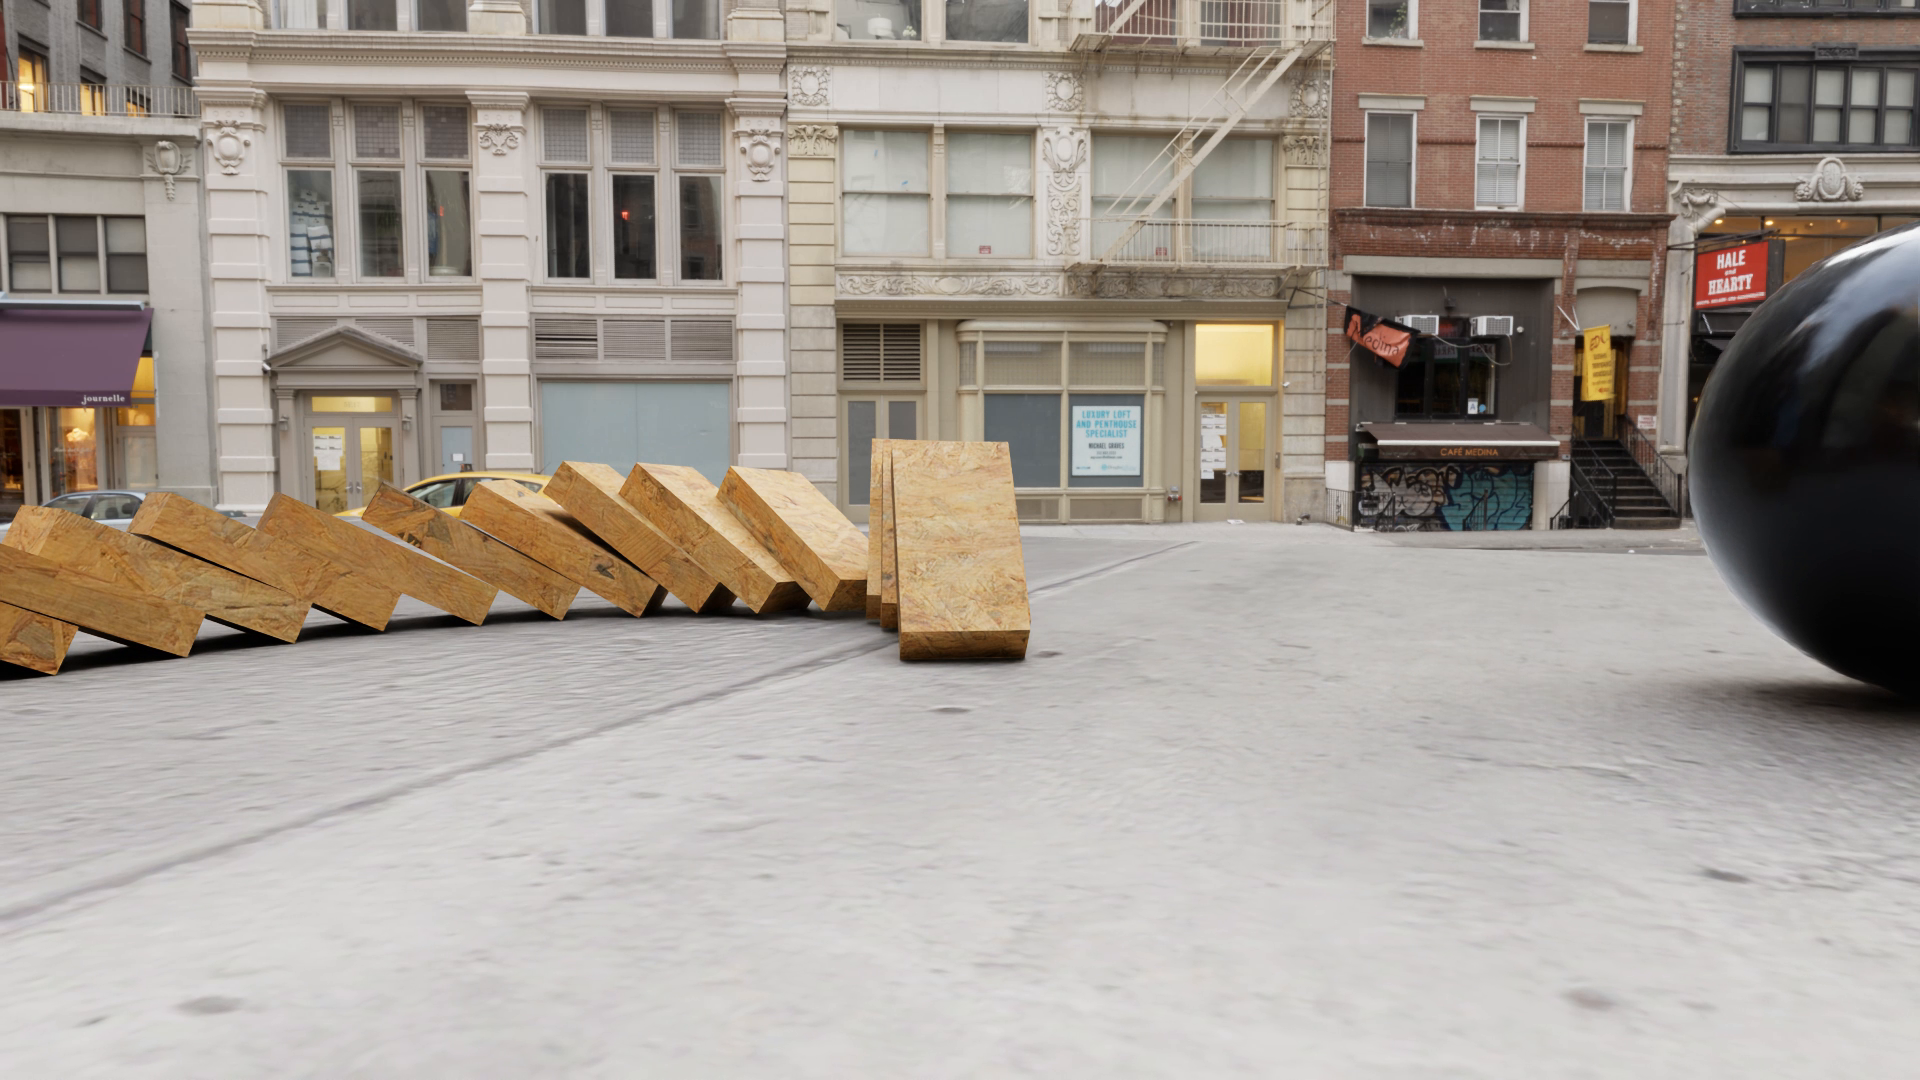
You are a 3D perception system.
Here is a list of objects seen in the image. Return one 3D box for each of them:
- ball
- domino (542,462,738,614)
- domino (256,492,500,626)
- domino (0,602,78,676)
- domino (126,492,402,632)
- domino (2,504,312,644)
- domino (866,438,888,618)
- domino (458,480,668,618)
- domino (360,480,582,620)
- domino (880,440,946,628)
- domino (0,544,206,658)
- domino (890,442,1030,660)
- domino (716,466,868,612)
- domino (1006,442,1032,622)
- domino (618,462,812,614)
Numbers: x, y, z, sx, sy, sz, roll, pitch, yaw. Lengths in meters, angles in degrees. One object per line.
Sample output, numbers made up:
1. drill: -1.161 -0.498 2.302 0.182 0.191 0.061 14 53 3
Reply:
1. ball: 0.165 -0.013 0.210 0.080 0.080 0.080 0 4 0
2. domino: -0.079 -0.001 0.328 0.050 0.009 0.025 37 7 7
3. domino: -0.136 0.004 0.299 0.050 0.009 0.025 30 -12 -30
4. domino: -0.188 0.010 0.225 0.025 0.010 0.050 3 -21 35
5. domino: -0.152 0.005 0.282 0.050 0.009 0.025 33 -20 -38
6. domino: -0.165 0.008 0.265 0.025 0.009 0.050 4 -20 40
7. domino: -0.010 -0.003 0.319 0.025 0.050 0.009 2 -39 -4
8. domino: -0.098 0.002 0.325 0.050 0.009 0.025 30 3 -3
9. domino: -0.118 0.002 0.311 0.050 0.009 0.025 31 -9 -23
10. domino: -0.006 -0.002 0.306 0.025 0.050 0.009 1 -39 -5
11. domino: -0.176 0.009 0.245 0.025 0.009 0.050 3 -20 34
12. domino: -0.001 0.001 0.267 0.025 0.050 0.010 0 -39 -6
13. domino: -0.038 -0.001 0.330 0.025 0.010 0.050 3 33 -51
14. domino: 0.000 0.000 0.280 0.025 0.050 0.009 0 -39 -6
15. domino: -0.060 -0.001 0.328 0.050 0.010 0.025 38 14 17
